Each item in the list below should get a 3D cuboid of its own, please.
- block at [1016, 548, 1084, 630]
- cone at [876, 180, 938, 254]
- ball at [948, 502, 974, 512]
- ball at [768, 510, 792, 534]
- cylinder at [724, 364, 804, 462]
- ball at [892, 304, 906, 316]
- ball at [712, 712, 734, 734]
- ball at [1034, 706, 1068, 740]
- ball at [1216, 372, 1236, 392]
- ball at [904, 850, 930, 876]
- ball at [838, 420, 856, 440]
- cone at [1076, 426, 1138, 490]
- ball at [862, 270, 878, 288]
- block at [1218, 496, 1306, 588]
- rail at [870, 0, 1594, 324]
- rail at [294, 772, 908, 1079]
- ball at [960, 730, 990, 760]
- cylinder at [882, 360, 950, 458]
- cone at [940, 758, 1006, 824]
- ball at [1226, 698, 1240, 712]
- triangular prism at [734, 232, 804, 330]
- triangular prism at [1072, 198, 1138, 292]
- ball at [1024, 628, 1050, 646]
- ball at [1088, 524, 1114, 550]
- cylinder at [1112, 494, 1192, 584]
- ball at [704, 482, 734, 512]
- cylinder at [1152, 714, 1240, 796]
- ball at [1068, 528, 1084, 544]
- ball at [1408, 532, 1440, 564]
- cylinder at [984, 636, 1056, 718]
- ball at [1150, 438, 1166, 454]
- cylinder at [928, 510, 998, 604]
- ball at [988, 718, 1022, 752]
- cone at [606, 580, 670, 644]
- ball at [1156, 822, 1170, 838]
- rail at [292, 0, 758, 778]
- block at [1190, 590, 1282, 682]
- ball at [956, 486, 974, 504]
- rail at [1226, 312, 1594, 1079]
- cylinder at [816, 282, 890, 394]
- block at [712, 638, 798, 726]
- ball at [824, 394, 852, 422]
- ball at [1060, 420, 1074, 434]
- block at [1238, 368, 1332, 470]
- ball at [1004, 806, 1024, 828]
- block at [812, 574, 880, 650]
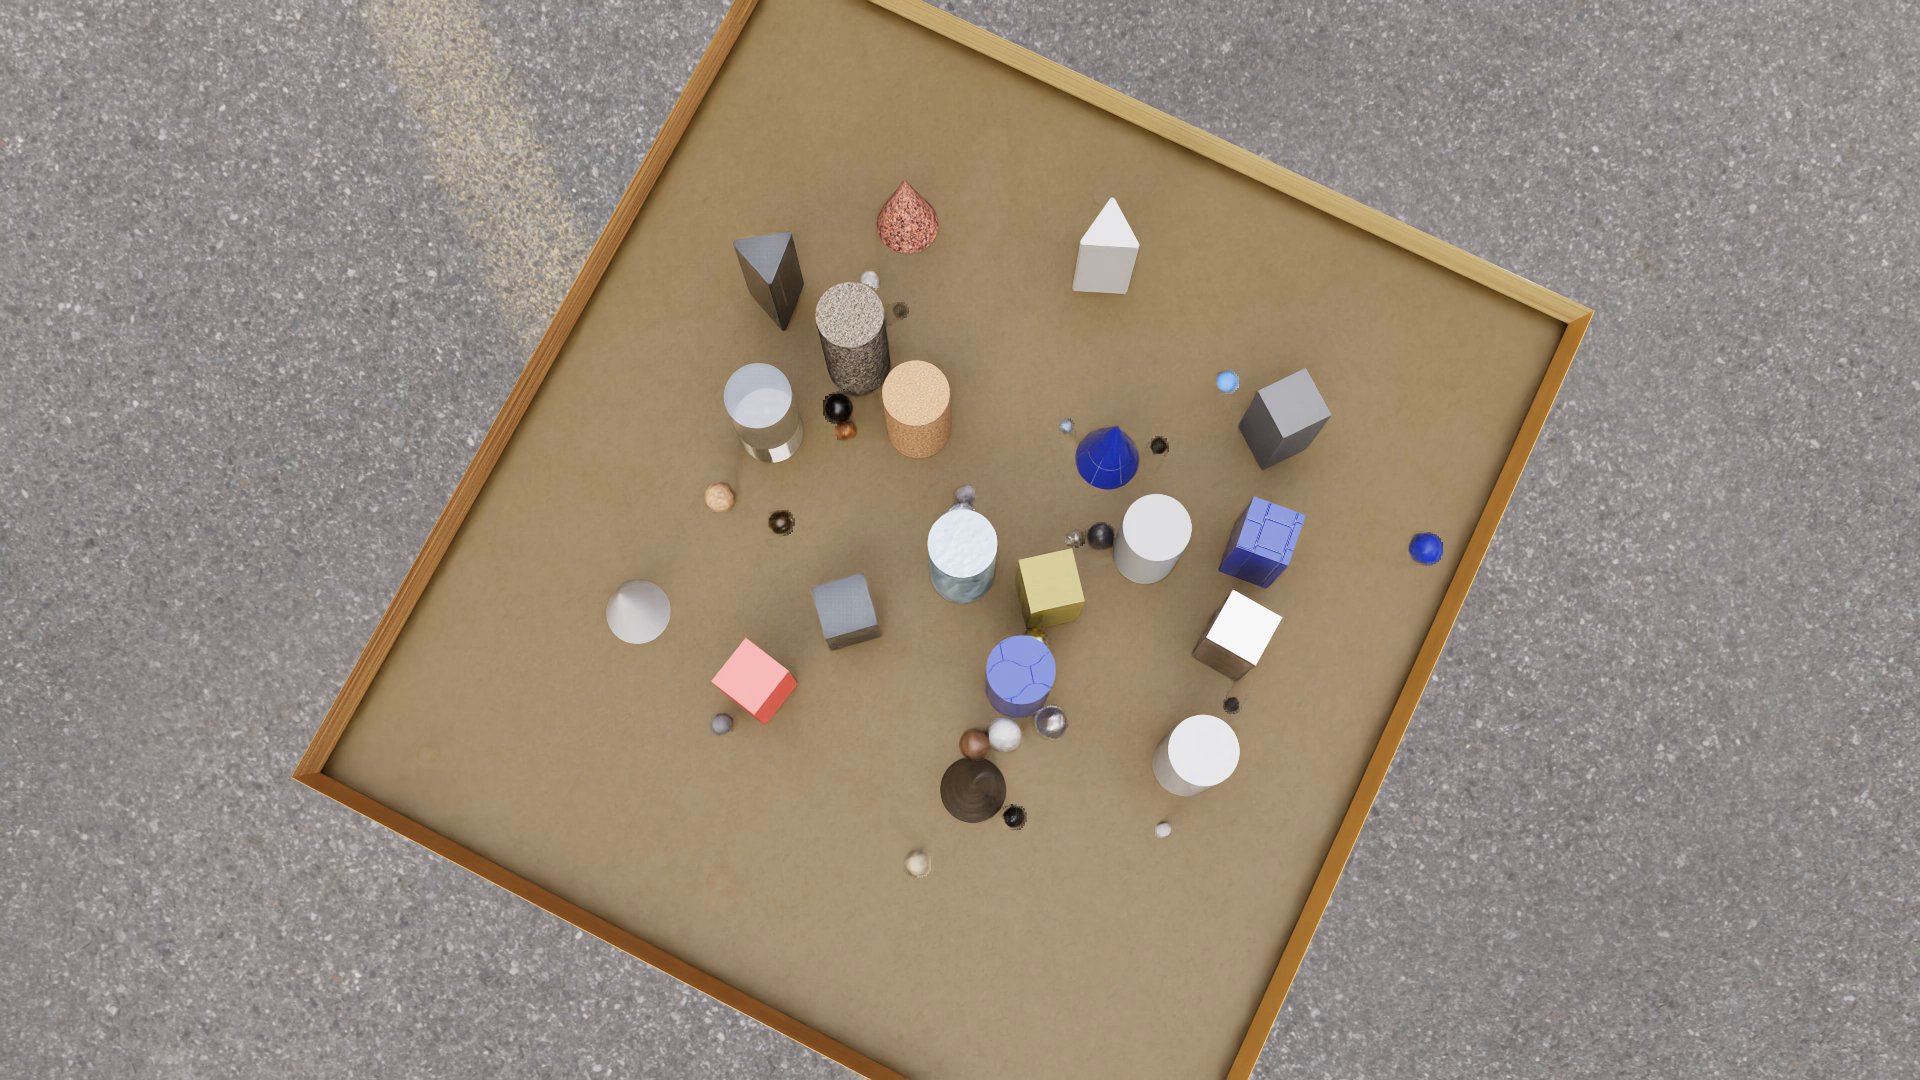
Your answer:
[{"bbox_3d":[0.262,0.150,5.411,0.158,0.341,0.158,-12,79,-3],"label":"block"},{"bbox_3d":[-0.166,-1.040,5.650,0.197,0.356,0.197,0,78,0],"label":"cone"},{"bbox_3d":[0.004,-0.073,5.588,0.085,0.085,0.085,0,78,0],"label":"ball"},{"bbox_3d":[-0.548,-0.053,5.591,0.071,0.071,0.071,0,78,0],"label":"ball"},{"bbox_3d":[-0.584,-0.376,5.488,0.197,0.404,0.197,0,78,0],"label":"cylinder"},{"bbox_3d":[-0.190,-0.720,5.744,0.042,0.042,0.042,0,78,0],"label":"ball"},{"bbox_3d":[-0.709,0.549,5.470,0.065,0.065,0.065,0,78,0],"label":"ball"},{"bbox_3d":[0.271,0.543,5.454,0.098,0.098,0.098,0,78,0],"label":"ball"},{"bbox_3d":[0.826,-0.491,5.686,0.063,0.063,0.063,0,78,0],"label":"ball"},{"bbox_3d":[-0.127,0.949,5.383,0.072,0.072,0.072,0,78,0],"label":"ball"},{"bbox_3d":[-0.349,-0.338,5.656,0.060,0.060,0.060,0,78,0],"label":"ball"},{"bbox_3d":[0.456,-0.291,5.479,0.197,0.387,0.197,0,78,0],"label":"cone"},{"bbox_3d":[-0.283,-0.818,5.758,0.055,0.055,0.055,0,78,0],"label":"ball"},{"bbox_3d":[0.890,0.012,5.424,0.158,0.373,0.158,20,79,4],"label":"block"},{"bbox_3d":[0.665,-1.296,5.818,2.852,0.128,0.045,26,80,5],"label":"rail"},{"bbox_3d":[-0.665,1.309,5.279,2.852,0.128,0.045,26,80,5],"label":"rail"},{"bbox_3d":[0.043,0.607,5.442,0.090,0.090,0.090,0,78,0],"label":"ball"},{"bbox_3d":[-0.128,-0.388,5.502,0.197,0.381,0.197,0,78,0],"label":"cylinder"},{"bbox_3d":[0.039,0.713,5.310,0.197,0.311,0.197,0,78,0],"label":"cone"},{"bbox_3d":[0.817,0.493,5.493,0.043,0.043,0.043,0,78,0],"label":"ball"},{"bbox_3d":[-0.551,-0.810,5.562,0.148,0.435,0.171,-40,81,-8],"label":"triangular prism"},{"bbox_3d":[0.445,-0.898,5.595,0.171,0.406,0.148,4,78,1],"label":"triangular prism"},{"bbox_3d":[0.227,0.305,5.512,0.082,0.082,0.082,0,78,0],"label":"ball"},{"bbox_3d":[0.429,-0.009,5.577,0.082,0.082,0.082,0,78,0],"label":"ball"},{"bbox_3d":[0.565,0.001,5.430,0.197,0.365,0.197,0,78,0],"label":"cylinder"},{"bbox_3d":[-0.735,-0.131,5.598,0.090,0.090,0.090,0,78,0],"label":"ball"},{"bbox_3d":[0.673,0.624,5.267,0.197,0.431,0.197,0,78,0],"label":"cylinder"},{"bbox_3d":[0.353,-0.009,5.594,0.049,0.049,0.049,0,78,0],"label":"ball"},{"bbox_3d":[1.411,0.025,5.564,0.094,0.094,0.094,0,78,0],"label":"ball"},{"bbox_3d":[0.173,0.402,5.352,0.197,0.355,0.197,0,78,0],"label":"cylinder"},{"bbox_3d":[0.613,-0.289,5.651,0.049,0.049,0.049,0,78,0],"label":"ball"},{"bbox_3d":[0.007,0.054,5.383,0.197,0.435,0.197,0,78,0],"label":"cylinder"},{"bbox_3d":[0.133,0.580,5.447,0.098,0.098,0.098,0,78,0],"label":"ball"},{"bbox_3d":[-0.978,0.186,5.414,0.197,0.321,0.197,0,78,0],"label":"cone"},{"bbox_3d":[0.603,0.857,5.418,0.042,0.042,0.042,0,78,0],"label":"ball"},{"bbox_3d":[-1.254,-0.607,5.676,0.045,0.128,3.022,26,80,5],"label":"rail"},{"bbox_3d":[0.805,0.285,5.367,0.158,0.373,0.158,30,80,6],"label":"block"},{"bbox_3d":[0.013,-0.137,5.617,0.056,0.056,0.056,0,78,0],"label":"ball"},{"bbox_3d":[1.254,0.621,5.422,0.045,0.128,3.022,26,80,5],"label":"rail"},{"bbox_3d":[-0.316,-0.598,5.494,0.197,0.482,0.197,0,78,0],"label":"cylinder"},{"bbox_3d":[-0.600,0.419,5.377,0.158,0.299,0.158,37,81,7],"label":"block"},{"bbox_3d":[-0.375,-0.408,5.656,0.088,0.088,0.088,0,78,0],"label":"ball"},{"bbox_3d":[0.330,-0.350,5.668,0.041,0.041,0.041,0,78,0],"label":"ball"},{"bbox_3d":[0.968,-0.357,5.492,0.158,0.388,0.158,-26,79,-5],"label":"block"},{"bbox_3d":[0.159,0.819,5.415,0.062,0.062,0.062,0,78,0],"label":"ball"},{"bbox_3d":[-0.336,0.216,5.448,0.158,0.242,0.158,-16,79,-3],"label":"block"}]
